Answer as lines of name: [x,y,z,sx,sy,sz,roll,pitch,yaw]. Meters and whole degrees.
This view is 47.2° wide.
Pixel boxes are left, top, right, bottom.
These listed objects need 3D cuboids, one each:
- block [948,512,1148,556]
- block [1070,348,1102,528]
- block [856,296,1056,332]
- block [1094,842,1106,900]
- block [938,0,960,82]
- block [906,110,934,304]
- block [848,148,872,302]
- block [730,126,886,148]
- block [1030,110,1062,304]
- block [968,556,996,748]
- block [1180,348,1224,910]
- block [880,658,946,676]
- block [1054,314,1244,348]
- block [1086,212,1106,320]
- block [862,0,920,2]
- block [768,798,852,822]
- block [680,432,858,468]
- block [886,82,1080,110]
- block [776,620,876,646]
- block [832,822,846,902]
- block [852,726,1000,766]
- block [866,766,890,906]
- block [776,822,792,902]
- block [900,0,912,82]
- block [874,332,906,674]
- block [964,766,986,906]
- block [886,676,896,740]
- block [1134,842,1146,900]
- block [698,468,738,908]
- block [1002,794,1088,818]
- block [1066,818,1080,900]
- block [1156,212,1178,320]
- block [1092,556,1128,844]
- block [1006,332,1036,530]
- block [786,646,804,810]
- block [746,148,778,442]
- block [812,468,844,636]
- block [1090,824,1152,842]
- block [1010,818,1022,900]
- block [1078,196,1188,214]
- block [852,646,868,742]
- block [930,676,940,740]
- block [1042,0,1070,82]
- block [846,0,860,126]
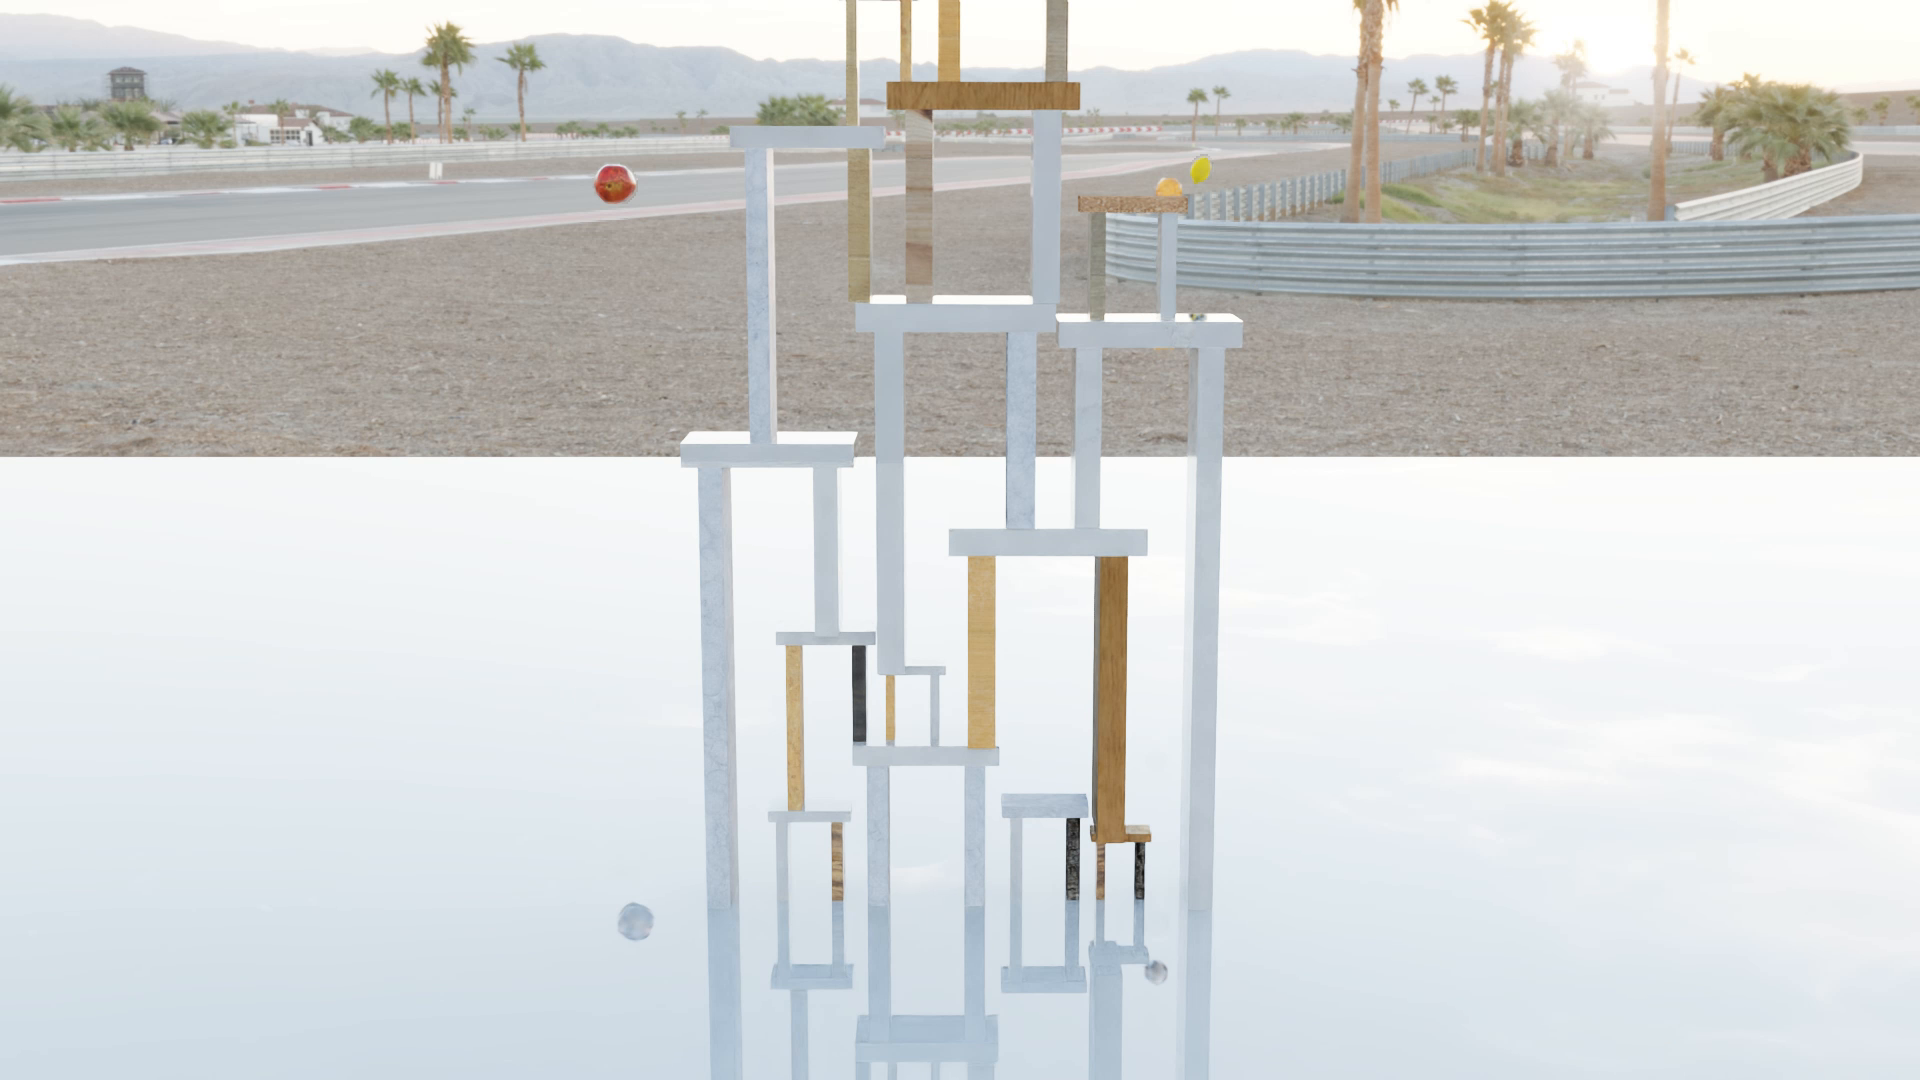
block: [0.140,-0.010,3.559,0.316,0.045,0.158,0,11,0]
block: [0.201,-0.172,3.522,0.041,0.286,0.143,0,11,0]
block: [-0.007,-0.359,3.488,0.311,0.044,0.156,0,11,0]
block: [0.233,0.542,3.656,0.014,0.099,0.050,0,11,0]
block: [-0.016,-0.834,3.403,0.035,0.247,0.123,0,11,0]
block: [-0.063,-0.526,3.456,0.042,0.295,0.148,0,11,0]
block: [-0.157,-0.498,3.463,0.034,0.237,0.118,0,11,0]
block: [-0.236,-0.631,3.438,0.237,0.034,0.118,0,11,0]
block: [0.134,-0.525,3.456,0.042,0.295,0.148,0,11,0]
block: [0.035,0.167,3.592,0.045,0.316,0.158,0,11,0]
block: [0.392,0.139,3.581,0.041,0.919,0.143,0,11,0]
block: [-0.077,0.207,3.600,0.109,0.015,0.054,0,11,0]
block: [0.297,-0.333,3.493,0.286,0.041,0.143,0,11,0]
block: [0.215,-0.435,3.475,0.024,0.167,0.083,0,11,0]
block: [-0.125,-0.842,3.394,0.124,0.018,0.062,0,11,0]
block: [-0.247,0.447,3.640,0.136,0.019,0.068,0,11,0]
block: [-0.304,-0.145,3.530,0.273,0.039,0.136,0,11,0]
block: [0.036,-0.691,3.424,0.295,0.042,0.148,0,11,0]
block: [-0.217,0.152,3.592,0.161,0.023,0.081,0,11,0]
block: [-0.202,0.524,3.654,0.019,0.136,0.068,0,11,0]
block: [-0.055,0.339,3.621,0.239,0.034,0.119,0,11,0]
block: [-0.135,0.473,3.646,0.034,0.239,0.119,0,11,0]
block: [-0.293,0.524,3.654,0.019,0.136,0.068,0,11,0]
block: [-0.083,-0.773,3.408,0.018,0.124,0.062,0,11,0]
block: [-0.111,-0.068,3.543,0.044,0.548,0.156,0,11,0]
block: [0.024,0.473,3.646,0.034,0.239,0.119,0,11,0]
block: [-0.114,0.268,3.612,0.015,0.109,0.054,0,11,0]
block: [0.299,0.542,3.656,0.014,0.099,0.050,0,11,0]
block: [-0.395,0.232,3.600,0.039,0.729,0.136,0,11,0]
block: [0.140,0.440,3.644,0.142,0.020,0.071,0,11,0]
block: [0.188,0.520,3.658,0.020,0.142,0.071,0,11,0]
block: [0.326,-0.435,3.475,0.024,0.167,0.083,0,11,0]
block: [0.245,0.245,3.606,0.045,0.475,0.158,0,11,0]
block: [0.097,-0.185,3.521,0.044,0.311,0.156,0,11,0]
block: [-0.271,0.300,3.620,0.023,0.278,0.081,0,11,0]
block: [-0.314,-0.389,3.485,0.034,0.458,0.118,0,11,0]
block: [-0.213,0.008,3.558,0.039,0.273,0.136,0,11,0]
block: [0.266,0.487,3.645,0.099,0.014,0.050,0,11,0]
block: [0.093,0.520,3.658,0.020,0.142,0.071,0,11,0]
block: [0.271,-0.528,3.458,0.167,0.024,0.083,0,11,0]
block: [-0.164,0.242,3.609,0.023,0.161,0.081,0,11,0]
block: [-0.041,0.268,3.612,0.015,0.109,0.054,0,11,0]
block: [0.148,-0.834,3.403,0.035,0.247,0.123,0,11,0]
block: [-0.166,-0.740,3.414,0.018,0.191,0.062,0,11,0]
